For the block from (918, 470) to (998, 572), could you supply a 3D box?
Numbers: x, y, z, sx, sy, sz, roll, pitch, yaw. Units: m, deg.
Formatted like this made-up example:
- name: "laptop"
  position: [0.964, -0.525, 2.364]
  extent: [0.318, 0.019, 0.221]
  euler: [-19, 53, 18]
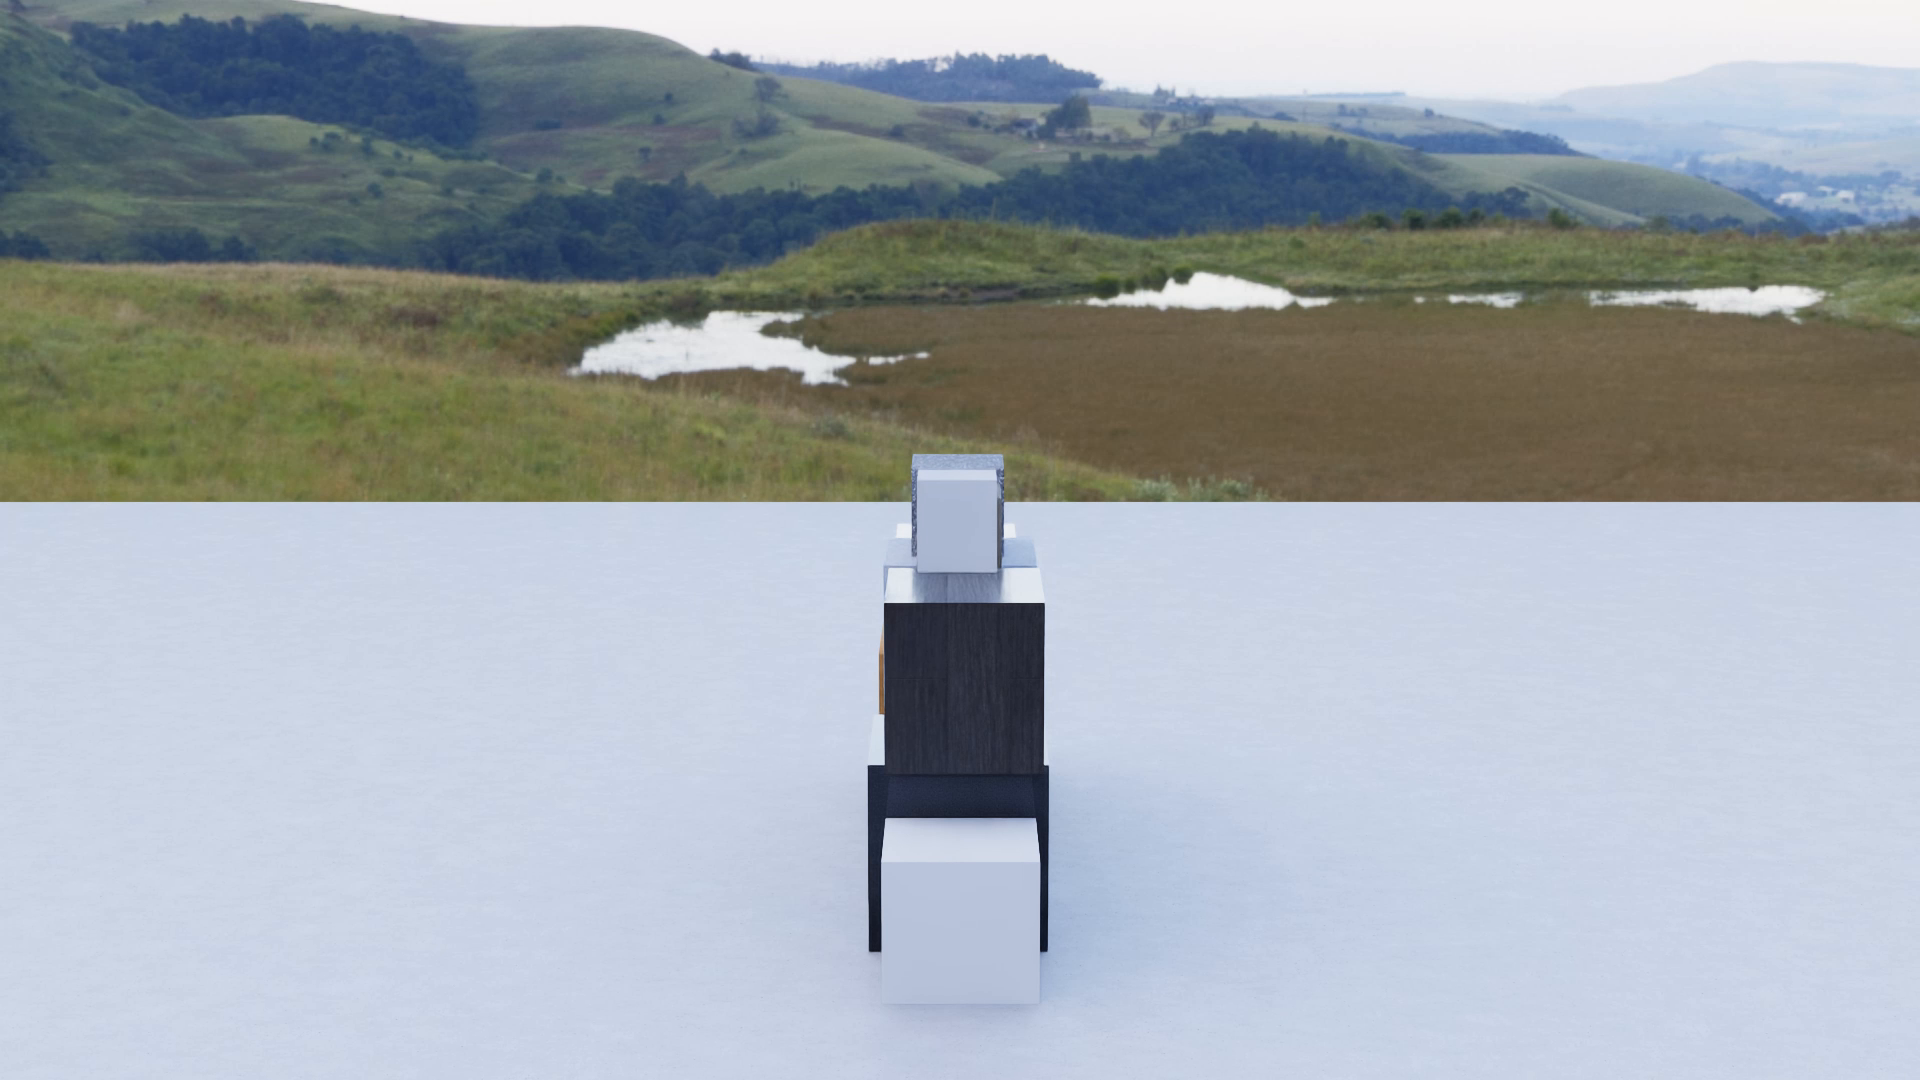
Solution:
- name: "block"
  position: [-0.012, -0.084, 10.759]
  extent: [0.328, 0.381, 0.380]
  euler: [0, 8, 0]

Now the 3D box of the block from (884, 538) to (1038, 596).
- name: "block"
  position: [0.001, 0.362, 11.544]
  extent: [0.671, 0.635, 0.655]
  euler: [0, 11, 0]

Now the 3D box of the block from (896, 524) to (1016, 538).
- name: "block"
  position: [-0.019, 0.266, 12.158]
  extent: [0.562, 0.587, 0.576]
  euler: [0, 12, 0]

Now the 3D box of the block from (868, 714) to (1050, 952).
- name: "block"
  position: [-0.007, 1.210, 10.728]
  extent: [0.727, 0.781, 0.820]
  euler: [0, 10, 0]

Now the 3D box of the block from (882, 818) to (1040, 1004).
- name: "block"
  position: [0.003, 1.444, 10.047]
  extent: [0.602, 0.564, 0.583]
  euler: [0, 10, 0]

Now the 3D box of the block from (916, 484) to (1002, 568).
- name: "block"
  position: [-0.003, -0.051, 11.149]
  extent: [0.362, 0.325, 0.368]
  euler: [0, 11, 0]

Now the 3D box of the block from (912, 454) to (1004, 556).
- name: "block"
  position: [-0.010, -0.159, 11.533]
  extent: [0.409, 0.393, 0.426]
  euler: [0, 11, 0]

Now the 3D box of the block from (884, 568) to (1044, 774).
- name: "block"
  position: [0.017, 0.521, 10.406]
  extent: [0.627, 0.691, 0.711]
  euler: [0, 10, 0]

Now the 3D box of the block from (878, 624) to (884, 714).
- name: "block"
  position: [-0.001, 0.861, 12.675]
  extent: [0.775, 0.771, 0.698]
  euler: [0, 10, 0]
